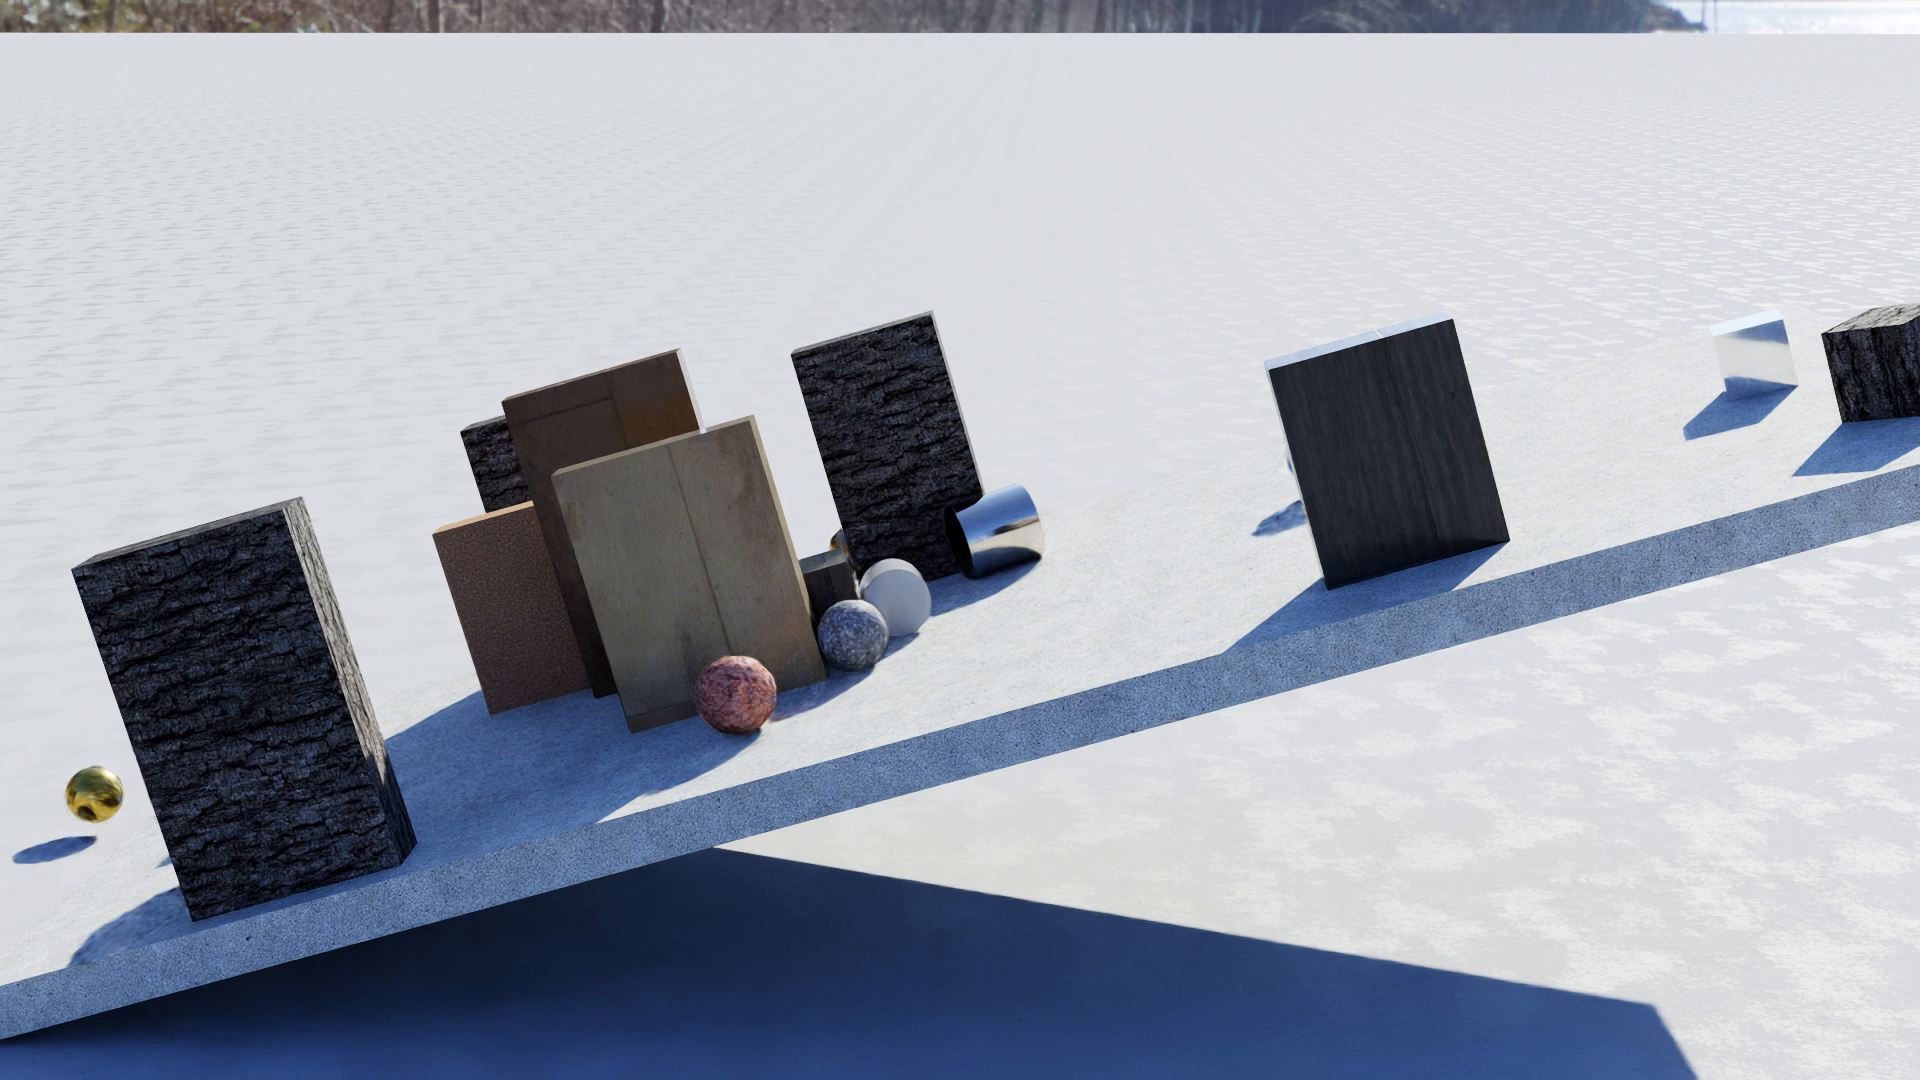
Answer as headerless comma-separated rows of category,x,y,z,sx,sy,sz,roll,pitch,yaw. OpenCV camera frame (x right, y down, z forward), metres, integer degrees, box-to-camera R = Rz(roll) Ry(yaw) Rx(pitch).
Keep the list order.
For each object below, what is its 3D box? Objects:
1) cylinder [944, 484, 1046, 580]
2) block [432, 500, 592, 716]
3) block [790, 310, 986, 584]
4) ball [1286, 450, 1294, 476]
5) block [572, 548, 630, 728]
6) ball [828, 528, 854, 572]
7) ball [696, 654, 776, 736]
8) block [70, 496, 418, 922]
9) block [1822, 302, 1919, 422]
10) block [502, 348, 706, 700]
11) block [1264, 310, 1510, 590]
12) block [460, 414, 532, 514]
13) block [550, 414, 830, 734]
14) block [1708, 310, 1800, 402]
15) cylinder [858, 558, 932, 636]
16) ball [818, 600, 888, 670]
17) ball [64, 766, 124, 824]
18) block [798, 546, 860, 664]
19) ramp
cylinder,0.078,-0.020,6.693,0.175,0.175,0.175,-19,15,-13
block,-0.922,0.126,6.731,0.443,0.438,0.101,-15,10,5
block,-0.144,-0.197,6.811,0.335,0.594,0.104,-15,10,5
ball,0.801,-0.190,6.493,0.165,0.165,0.165,0,10,0
block,-0.590,0.149,6.149,0.321,0.406,0.119,-15,10,5
ball,-0.264,0.022,7.207,0.114,0.114,0.114,0,10,0
ball,-0.437,0.304,5.765,0.157,0.157,0.157,0,10,0
block,-1.341,0.318,5.539,0.415,0.704,0.148,-15,10,5
block,1.805,-0.345,5.662,0.181,0.181,0.181,-23,12,-37
block,-0.716,-0.035,6.533,0.404,0.696,0.082,-15,10,5
block,0.805,-0.169,5.559,0.353,0.435,0.133,-15,10,5
block,-0.959,-0.031,7.186,0.336,0.604,0.124,-15,10,5
block,-0.552,0.071,6.065,0.425,0.560,0.091,-15,10,5
block,1.682,-0.391,6.236,0.146,0.146,0.146,-14,10,13
cylinder,-0.141,0.123,6.332,0.146,0.146,0.146,-1,8,-5
ball,-0.221,0.195,6.059,0.146,0.146,0.146,0,10,0
ball,-2.030,0.597,6.899,0.134,0.134,0.134,0,10,0
block,-0.313,0.154,6.275,0.202,0.202,0.202,-16,10,-1
ramp,0.087,0.188,6.323,4.000,0.100,2.000,-15,10,5
